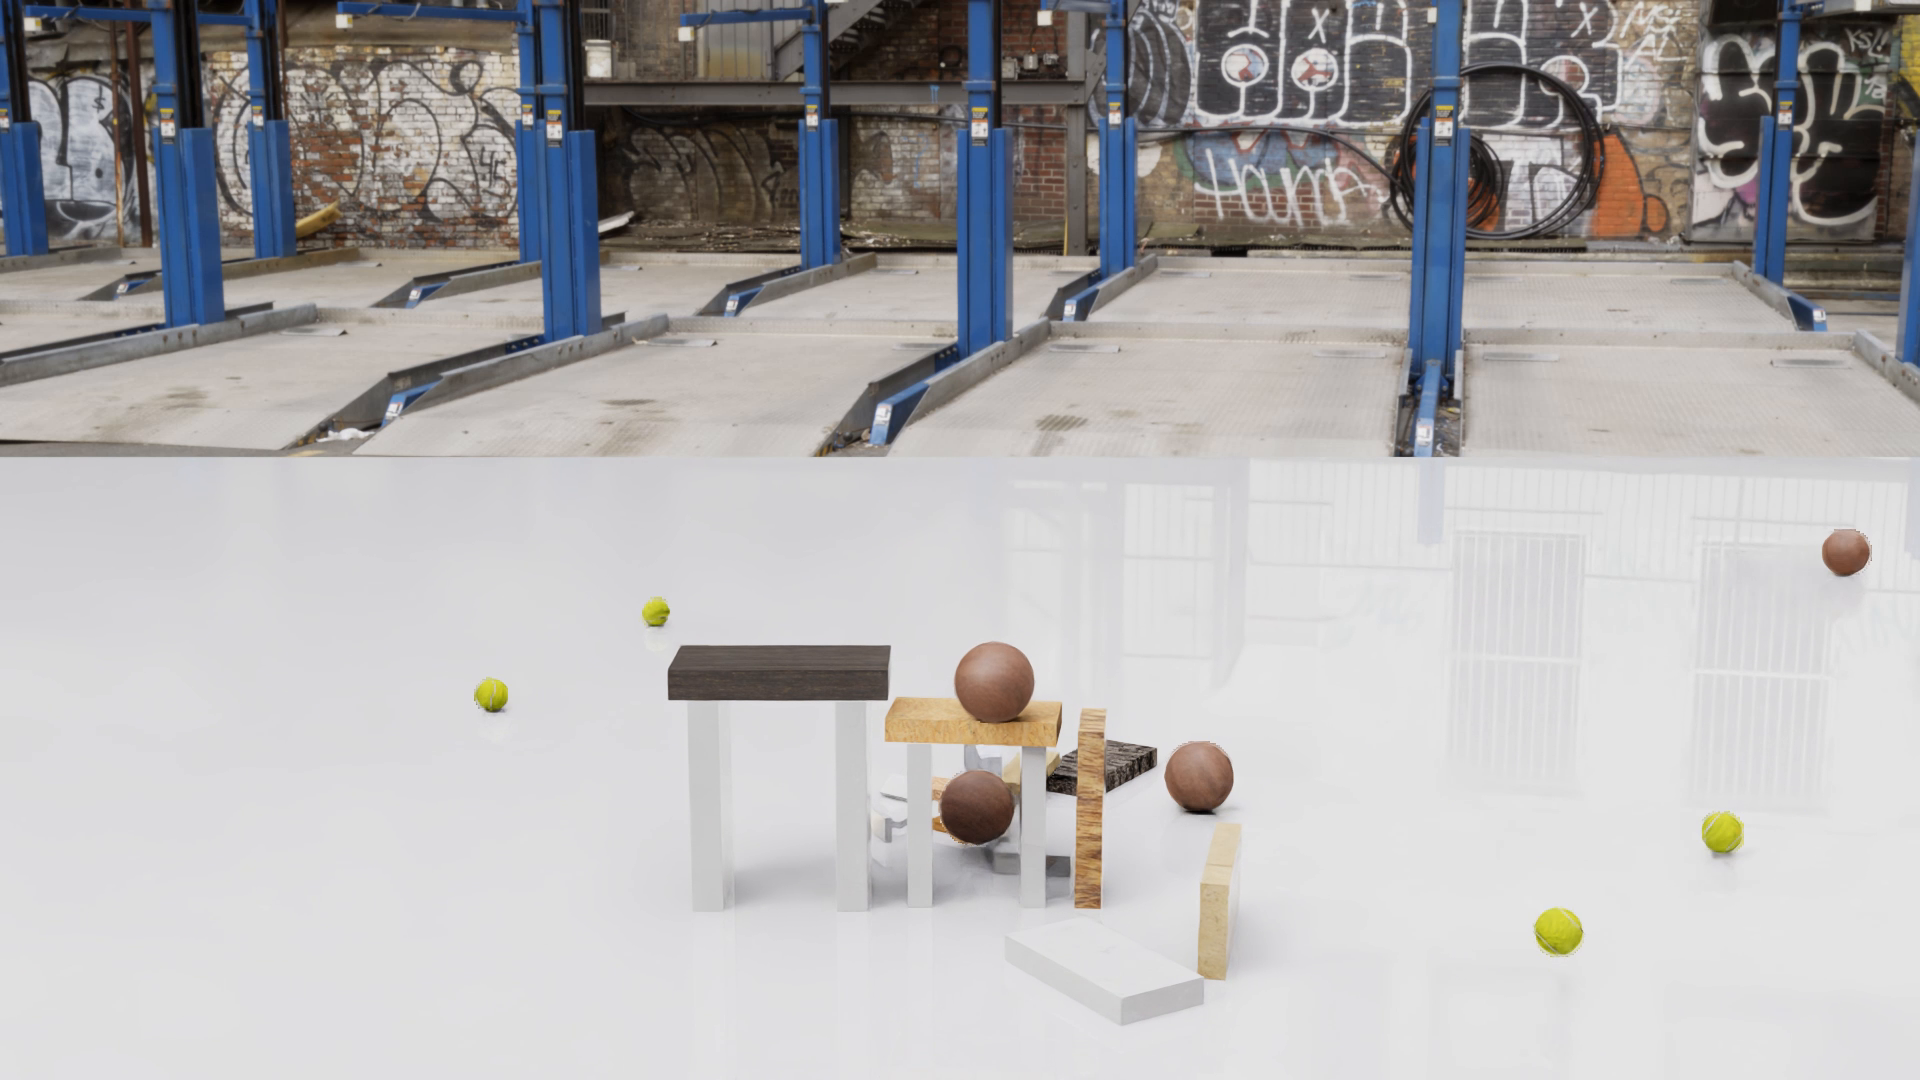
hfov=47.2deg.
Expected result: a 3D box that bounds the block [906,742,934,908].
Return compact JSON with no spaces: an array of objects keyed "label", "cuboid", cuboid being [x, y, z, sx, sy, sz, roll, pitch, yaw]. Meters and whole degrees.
[{"label":"block","cuboid":[-0.066,0.453,3.646,0.039,0.278,0.139,0,11,0]}]

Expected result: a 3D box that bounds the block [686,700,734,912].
[{"label":"block","cuboid":[-0.412,0.416,3.639,0.050,0.353,0.176,0,11,0]}]

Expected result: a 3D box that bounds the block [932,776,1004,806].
[{"label":"block","cuboid":[-0.004,0.480,4.199,0.156,0.022,0.078,5,12,24]}]

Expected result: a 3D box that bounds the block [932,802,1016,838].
[{"label":"block","cuboid":[0.029,0.510,4.038,0.078,0.022,0.156,8,13,38]}]

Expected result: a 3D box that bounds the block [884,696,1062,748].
[{"label":"block","cuboid":[0.024,0.298,3.611,0.278,0.039,0.139,1,11,6]}]

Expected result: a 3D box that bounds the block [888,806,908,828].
[{"label":"block","cuboid":[-0.109,0.511,4.059,0.046,0.013,0.092,5,12,26]}]

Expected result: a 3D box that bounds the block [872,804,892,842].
[{"label":"block","cuboid":[-0.146,0.511,3.969,0.013,0.046,0.092,-5,12,-24]}]

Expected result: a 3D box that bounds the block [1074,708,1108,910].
[{"label":"block","cuboid":[0.217,0.443,3.643,0.042,0.299,0.149,1,11,5]}]

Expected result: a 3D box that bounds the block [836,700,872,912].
[{"label":"block","cuboid":[-0.175,0.416,3.639,0.050,0.353,0.176,0,11,0]}]

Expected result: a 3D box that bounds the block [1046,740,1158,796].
[{"label":"block","cuboid":[0.269,0.448,4.328,0.133,0.038,0.266,6,12,31]}]

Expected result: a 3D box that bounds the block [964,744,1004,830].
[{"label":"block","cuboid":[0.042,0.426,4.066,0.038,0.133,0.289,-4,11,-6]}]

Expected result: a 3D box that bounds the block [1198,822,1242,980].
[{"label":"block","cuboid":[0.406,0.558,3.428,0.042,0.149,0.299,3,11,11]}]

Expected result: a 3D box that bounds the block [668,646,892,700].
[{"label":"block","cuboid":[-0.292,0.217,3.607,0.353,0.050,0.176,0,11,0]}]

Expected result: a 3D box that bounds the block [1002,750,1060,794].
[{"label":"block","cuboid":[0.129,0.443,4.214,0.078,0.022,0.156,5,21,22]}]

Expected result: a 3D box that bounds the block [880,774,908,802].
[{"label":"block","cuboid":[-0.104,0.474,4.188,0.092,0.013,0.046,8,53,38]}]

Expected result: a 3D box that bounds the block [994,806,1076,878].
[{"label":"block","cuboid":[0.145,0.531,3.884,0.133,0.038,0.265,2,11,10]}]

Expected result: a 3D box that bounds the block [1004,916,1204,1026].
[{"label":"block","cuboid":[0.212,0.640,3.285,0.149,0.042,0.299,-7,12,-32]}]

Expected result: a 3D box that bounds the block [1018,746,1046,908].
[{"label":"block","cuboid":[0.120,0.453,3.645,0.039,0.278,0.139,0,11,0]}]
